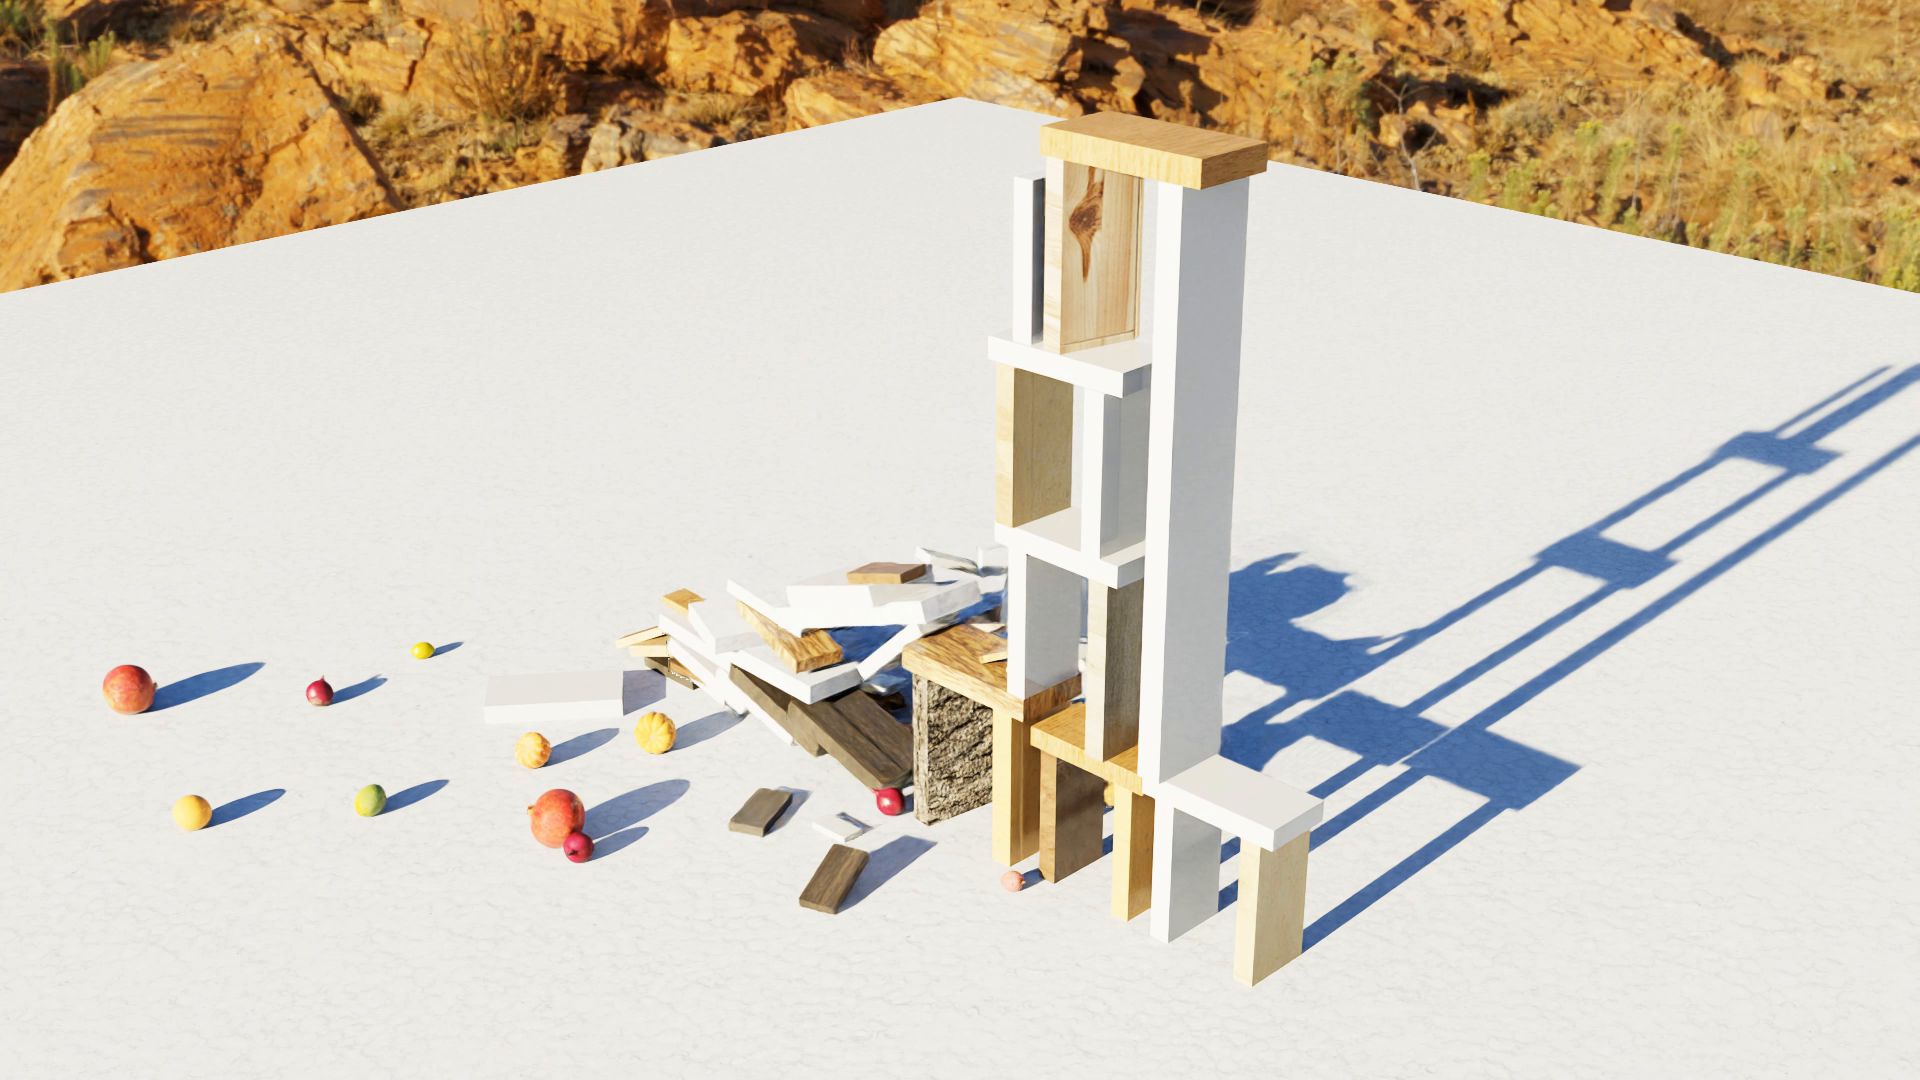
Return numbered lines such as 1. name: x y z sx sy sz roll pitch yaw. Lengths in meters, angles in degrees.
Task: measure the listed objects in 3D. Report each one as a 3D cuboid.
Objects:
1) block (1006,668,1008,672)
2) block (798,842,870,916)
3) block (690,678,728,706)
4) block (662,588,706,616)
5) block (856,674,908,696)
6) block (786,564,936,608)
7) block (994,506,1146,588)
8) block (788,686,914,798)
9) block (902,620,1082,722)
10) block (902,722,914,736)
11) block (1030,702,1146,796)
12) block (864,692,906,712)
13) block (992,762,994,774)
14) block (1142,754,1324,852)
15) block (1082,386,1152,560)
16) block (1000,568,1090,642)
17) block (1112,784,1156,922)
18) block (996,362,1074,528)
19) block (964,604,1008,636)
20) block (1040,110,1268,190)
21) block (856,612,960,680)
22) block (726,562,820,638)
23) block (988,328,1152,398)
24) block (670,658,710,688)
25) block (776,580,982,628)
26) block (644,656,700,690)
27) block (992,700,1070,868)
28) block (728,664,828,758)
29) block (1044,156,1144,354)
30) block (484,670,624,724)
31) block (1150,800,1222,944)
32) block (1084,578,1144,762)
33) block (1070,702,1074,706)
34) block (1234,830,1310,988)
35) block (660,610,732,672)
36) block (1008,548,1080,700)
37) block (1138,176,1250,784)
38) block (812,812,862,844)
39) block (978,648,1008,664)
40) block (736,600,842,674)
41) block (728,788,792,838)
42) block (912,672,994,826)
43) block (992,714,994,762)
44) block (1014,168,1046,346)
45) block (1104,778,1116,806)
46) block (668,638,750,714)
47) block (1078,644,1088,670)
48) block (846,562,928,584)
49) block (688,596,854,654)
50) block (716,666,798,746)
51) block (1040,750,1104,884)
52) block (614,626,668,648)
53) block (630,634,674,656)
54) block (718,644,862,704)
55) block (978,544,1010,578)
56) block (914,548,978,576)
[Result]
1. block: 0.124 0.215 4.179 0.047 0.095 0.013 -21 60 -40
2. block: -0.238 0.642 4.164 0.074 0.021 0.148 11 43 24
3. block: -0.552 0.306 4.958 0.089 0.025 0.177 -21 43 -40
4. block: -0.605 0.149 4.968 0.131 0.019 0.066 24 31 36
5. block: -0.212 0.318 4.942 0.190 0.020 0.071 8 18 40
6. block: -0.205 0.094 4.488 0.157 0.044 0.314 -19 10 -34
7. block: 0.222 0.004 3.970 0.150 0.042 0.300 -21 31 -40
8. block: -0.208 0.410 4.617 0.149 0.042 0.299 -25 50 -37
9. block: 0.060 0.252 4.267 0.328 0.047 0.164 21 31 41
10. block: -0.121 0.441 4.691 0.083 0.023 0.166 -8 24 -18
11. block: 0.280 0.387 4.090 0.277 0.039 0.139 21 31 41
12. block: -0.208 0.361 4.883 0.155 0.022 0.077 -10 25 -23
13. block: 0.025 0.467 4.636 0.064 0.018 0.129 -10 25 -23
14. block: 0.482 0.454 3.894 0.291 0.041 0.145 21 31 40
15. block: 0.283 -0.133 3.848 0.153 0.305 0.043 -21 31 -40
16. block: 0.231 0.135 4.758 0.292 0.146 0.041 13 -11 -27
17. block: 0.346 0.558 4.092 0.039 0.277 0.139 21 31 41
18. block: 0.135 -0.187 3.975 0.153 0.305 0.043 -20 30 -39
19. block: 0.038 0.204 4.968 0.314 0.044 0.157 -24 -8 15
20. block: 0.315 -0.642 3.607 0.343 0.049 0.171 21 31 40
21. block: -0.104 0.208 4.442 0.112 0.032 0.223 -21 -13 -43
22. block: -0.384 0.129 4.737 0.223 0.032 0.112 30 36 30
23. block: 0.214 -0.322 3.847 0.305 0.043 0.153 20 30 39
24. block: -0.578 0.291 4.933 0.131 0.019 0.066 23 34 19
25. block: -0.170 0.132 4.489 0.157 0.044 0.461 -20 11 -41
26. block: -0.634 0.291 5.043 0.089 0.025 0.177 -21 31 -41
27. block: 0.138 0.455 4.269 0.047 0.329 0.164 21 31 41
28. block: -0.348 0.346 4.747 0.149 0.042 0.299 -19 46 -42
29. block: 0.230 -0.502 3.778 0.171 0.343 0.049 -14 27 -30
30. block: -0.899 0.347 4.888 0.298 0.042 0.149 -3 23 -6
31. block: 0.416 0.579 4.024 0.041 0.291 0.145 21 31 41
32. block: 0.296 0.214 3.988 0.042 0.358 0.150 21 31 41
33. block: 0.233 0.396 4.796 0.083 0.023 0.166 -10 25 -22
34. block: 0.553 0.633 3.898 0.041 0.291 0.145 21 31 41
35. block: -0.543 0.211 4.910 0.128 0.036 0.256 -19 34 -40
36. block: 0.158 0.133 4.103 0.150 0.300 0.042 -21 31 -40
37. block: 0.395 -0.093 3.751 0.171 1.077 0.049 -21 31 -40
38. block: -0.246 0.575 4.388 0.094 0.013 0.047 20 30 39
39. block: 0.084 0.217 4.219 0.047 0.013 0.094 -21 4 -40
40. block: -0.366 0.190 4.705 0.112 0.032 0.257 -14 39 -32
41. block: -0.401 0.549 4.440 0.074 0.021 0.148 8 24 18
42. block: -0.013 0.397 4.404 0.164 0.328 0.047 -17 28 -34
43. block: 0.124 0.440 4.670 0.149 0.042 0.298 -10 25 -23
44. block: 0.158 -0.500 3.837 0.041 0.292 0.146 20 30 39
45. block: 0.333 0.467 4.486 0.369 0.041 0.146 -1 57 -10
46. block: -0.519 0.284 4.909 0.257 0.036 0.128 37 39 29
47. block: 0.254 0.267 5.101 0.166 0.023 0.083 5 24 12
48. block: -0.145 0.066 4.345 0.148 0.021 0.074 0 16 43
49. block: -0.412 0.166 4.811 0.328 0.042 0.149 -10 33 -26
50. block: -0.402 0.342 4.805 0.128 0.036 0.257 -21 48 -41
51. block: 0.215 0.507 4.212 0.039 0.277 0.139 21 31 41
52. block: -0.734 0.221 5.137 0.131 0.019 0.066 -17 4 18
53. block: -0.670 0.242 5.064 0.177 0.025 0.089 -3 14 43
54. block: -0.367 0.259 4.732 0.149 0.042 0.299 -20 32 -41
55. block: 0.103 0.042 4.819 0.129 0.064 0.018 -7 24 -23
56. block: -0.021 0.048 4.832 0.142 0.020 0.071 14 9 -30
